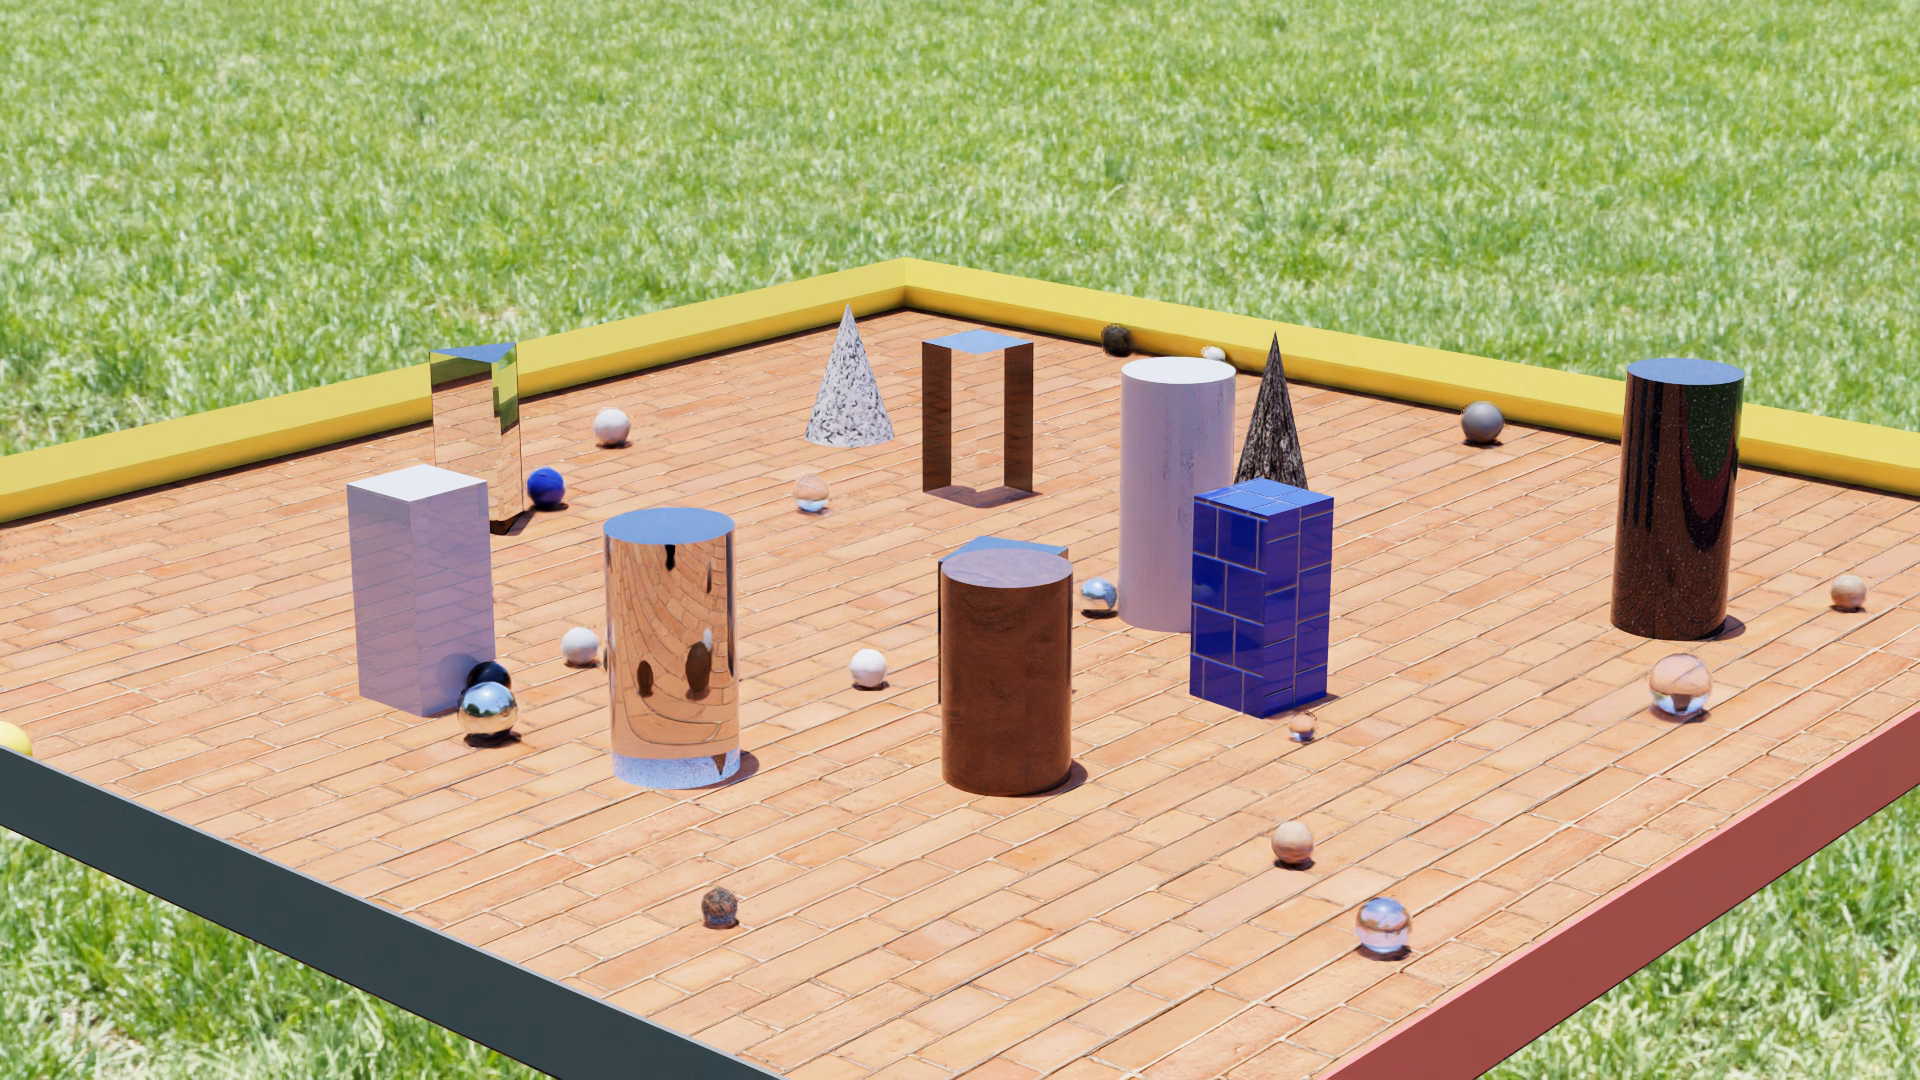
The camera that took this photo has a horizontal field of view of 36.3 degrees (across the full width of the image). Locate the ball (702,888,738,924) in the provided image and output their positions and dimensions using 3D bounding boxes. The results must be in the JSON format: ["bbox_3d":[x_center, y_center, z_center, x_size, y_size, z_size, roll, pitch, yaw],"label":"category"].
[{"bbox_3d":[-0.311,0.473,3.792,0.047,0.047,0.047,0,17,0],"label":"ball"}]

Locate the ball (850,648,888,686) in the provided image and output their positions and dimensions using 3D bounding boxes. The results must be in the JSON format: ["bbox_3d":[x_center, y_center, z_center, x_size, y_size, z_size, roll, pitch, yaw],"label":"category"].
[{"bbox_3d":[-0.145,0.203,4.664,0.061,0.061,0.061,0,17,0],"label":"ball"}]

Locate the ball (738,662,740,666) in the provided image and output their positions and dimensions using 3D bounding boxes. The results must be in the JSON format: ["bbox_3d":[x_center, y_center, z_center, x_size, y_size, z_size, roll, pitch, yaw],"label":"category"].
[{"bbox_3d":[-0.380,0.199,4.691,0.053,0.053,0.053,0,17,0],"label":"ball"}]

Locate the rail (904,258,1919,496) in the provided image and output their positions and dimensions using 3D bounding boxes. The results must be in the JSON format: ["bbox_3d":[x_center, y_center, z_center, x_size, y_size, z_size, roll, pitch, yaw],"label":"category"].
[{"bbox_3d":[1.093,-0.333,6.326,3.306,0.124,0.045,14,22,39],"label":"rail"}]

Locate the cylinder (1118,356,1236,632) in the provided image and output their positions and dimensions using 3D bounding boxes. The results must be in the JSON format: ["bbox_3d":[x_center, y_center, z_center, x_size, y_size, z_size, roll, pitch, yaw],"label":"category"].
[{"bbox_3d":[0.365,-0.078,4.955,0.191,0.430,0.191,0,17,0],"label":"cylinder"}]

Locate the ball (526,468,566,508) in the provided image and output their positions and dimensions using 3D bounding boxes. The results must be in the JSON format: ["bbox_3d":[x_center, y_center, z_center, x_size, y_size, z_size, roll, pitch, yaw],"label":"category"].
[{"bbox_3d":[-0.796,-0.101,5.642,0.077,0.077,0.077,0,17,0],"label":"ball"}]

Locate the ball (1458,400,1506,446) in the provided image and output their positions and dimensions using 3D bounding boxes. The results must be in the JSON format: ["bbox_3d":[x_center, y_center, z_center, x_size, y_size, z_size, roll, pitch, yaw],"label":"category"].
[{"bbox_3d":[1.086,-0.243,6.097,0.095,0.095,0.095,0,17,0],"label":"ball"}]

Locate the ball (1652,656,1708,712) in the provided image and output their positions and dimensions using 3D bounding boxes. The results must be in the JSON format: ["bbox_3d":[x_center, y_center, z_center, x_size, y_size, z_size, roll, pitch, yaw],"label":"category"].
[{"bbox_3d":[1.115,0.223,4.538,0.085,0.085,0.085,0,17,0],"label":"ball"}]

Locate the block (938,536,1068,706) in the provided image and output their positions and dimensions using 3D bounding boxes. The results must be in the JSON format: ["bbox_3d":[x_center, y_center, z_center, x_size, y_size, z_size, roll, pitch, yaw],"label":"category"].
[{"bbox_3d":[0.068,0.135,4.588,0.153,0.236,0.153,8,19,25],"label":"block"}]

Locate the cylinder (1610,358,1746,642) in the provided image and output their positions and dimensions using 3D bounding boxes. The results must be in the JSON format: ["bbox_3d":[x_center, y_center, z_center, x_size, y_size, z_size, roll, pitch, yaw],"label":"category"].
[{"bbox_3d":[1.200,-0.069,4.912,0.191,0.439,0.191,0,17,0],"label":"cylinder"}]

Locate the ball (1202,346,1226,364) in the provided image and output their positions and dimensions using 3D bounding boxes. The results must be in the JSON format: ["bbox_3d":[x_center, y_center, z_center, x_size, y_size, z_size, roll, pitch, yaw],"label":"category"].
[{"bbox_3d":[0.582,-0.414,6.718,0.056,0.056,0.056,0,17,0],"label":"ball"}]

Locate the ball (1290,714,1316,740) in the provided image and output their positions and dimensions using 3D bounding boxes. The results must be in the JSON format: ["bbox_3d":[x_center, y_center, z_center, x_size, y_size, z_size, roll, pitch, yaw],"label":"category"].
[{"bbox_3d":[0.518,0.283,4.434,0.041,0.041,0.041,0,17,0],"label":"ball"}]

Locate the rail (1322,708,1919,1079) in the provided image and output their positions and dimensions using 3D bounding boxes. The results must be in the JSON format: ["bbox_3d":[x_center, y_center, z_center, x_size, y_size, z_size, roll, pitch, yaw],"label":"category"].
[{"bbox_3d":[1.230,0.340,4.098,0.045,0.124,3.382,14,22,39],"label":"rail"}]

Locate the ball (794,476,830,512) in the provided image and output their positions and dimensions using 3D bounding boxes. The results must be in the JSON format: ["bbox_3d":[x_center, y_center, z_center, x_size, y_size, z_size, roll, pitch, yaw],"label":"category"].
[{"bbox_3d":[-0.284,-0.089,5.619,0.068,0.068,0.068,0,17,0],"label":"ball"}]

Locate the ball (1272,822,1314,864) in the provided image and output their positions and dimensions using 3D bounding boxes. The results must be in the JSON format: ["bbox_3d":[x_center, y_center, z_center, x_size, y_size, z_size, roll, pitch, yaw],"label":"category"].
[{"bbox_3d":[0.452,0.411,3.980,0.058,0.058,0.058,0,17,0],"label":"ball"}]

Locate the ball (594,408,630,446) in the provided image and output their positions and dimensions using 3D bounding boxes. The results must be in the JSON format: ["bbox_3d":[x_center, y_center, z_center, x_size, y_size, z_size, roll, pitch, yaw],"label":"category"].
[{"bbox_3d":[-0.722,-0.234,6.083,0.077,0.077,0.077,0,17,0],"label":"ball"}]

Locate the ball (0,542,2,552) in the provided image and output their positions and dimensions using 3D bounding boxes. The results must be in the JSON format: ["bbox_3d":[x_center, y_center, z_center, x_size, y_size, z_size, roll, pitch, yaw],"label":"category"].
[{"bbox_3d":[-1.764,0.011,5.305,0.058,0.058,0.058,0,17,0],"label":"ball"}]

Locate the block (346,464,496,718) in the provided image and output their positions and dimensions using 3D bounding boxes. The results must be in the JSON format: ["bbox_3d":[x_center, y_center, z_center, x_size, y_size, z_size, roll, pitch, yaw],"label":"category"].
[{"bbox_3d":[-0.840,0.077,4.585,0.153,0.347,0.153,14,22,39],"label":"block"}]

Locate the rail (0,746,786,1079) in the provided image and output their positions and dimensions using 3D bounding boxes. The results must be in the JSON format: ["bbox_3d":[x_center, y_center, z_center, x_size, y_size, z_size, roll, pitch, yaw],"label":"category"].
[{"bbox_3d":[-1.093,0.395,3.915,3.306,0.124,0.045,14,22,39],"label":"rail"}]

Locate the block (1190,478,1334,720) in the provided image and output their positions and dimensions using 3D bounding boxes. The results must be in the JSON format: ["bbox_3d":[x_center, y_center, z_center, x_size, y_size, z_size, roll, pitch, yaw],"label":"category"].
[{"bbox_3d":[0.470,0.089,4.581,0.153,0.327,0.153,-15,22,-40],"label":"block"}]

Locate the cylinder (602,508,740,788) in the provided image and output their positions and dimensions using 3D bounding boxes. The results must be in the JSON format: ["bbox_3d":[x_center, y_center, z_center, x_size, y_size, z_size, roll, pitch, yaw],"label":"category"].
[{"bbox_3d":[-0.420,0.156,4.285,0.191,0.370,0.191,0,17,0],"label":"cylinder"}]

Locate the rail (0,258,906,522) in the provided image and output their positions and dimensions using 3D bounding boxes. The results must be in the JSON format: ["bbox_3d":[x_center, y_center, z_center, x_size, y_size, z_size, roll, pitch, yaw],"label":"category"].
[{"bbox_3d":[-1.230,-0.278,6.143,0.045,0.124,3.382,14,22,39],"label":"rail"}]

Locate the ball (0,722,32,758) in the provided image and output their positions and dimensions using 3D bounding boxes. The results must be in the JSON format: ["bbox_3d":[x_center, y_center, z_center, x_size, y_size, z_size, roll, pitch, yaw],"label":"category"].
[{"bbox_3d":[-1.394,0.310,4.255,0.093,0.093,0.093,0,17,0],"label":"ball"}]

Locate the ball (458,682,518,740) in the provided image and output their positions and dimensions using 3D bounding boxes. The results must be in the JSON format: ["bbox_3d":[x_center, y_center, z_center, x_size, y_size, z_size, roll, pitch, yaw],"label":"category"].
[{"bbox_3d":[-0.712,0.258,4.432,0.089,0.089,0.089,0,17,0],"label":"ball"}]

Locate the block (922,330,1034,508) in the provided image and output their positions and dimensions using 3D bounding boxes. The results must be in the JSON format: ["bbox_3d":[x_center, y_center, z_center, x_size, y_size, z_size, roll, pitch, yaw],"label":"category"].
[{"bbox_3d":[0.034,-0.238,5.703,0.153,0.304,0.153,-15,23,-41],"label":"block"}]

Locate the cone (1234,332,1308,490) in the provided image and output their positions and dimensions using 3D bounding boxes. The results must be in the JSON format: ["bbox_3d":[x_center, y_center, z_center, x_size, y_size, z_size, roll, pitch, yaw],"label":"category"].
[{"bbox_3d":[0.568,-0.183,5.340,0.191,0.409,0.191,0,17,0],"label":"cone"}]

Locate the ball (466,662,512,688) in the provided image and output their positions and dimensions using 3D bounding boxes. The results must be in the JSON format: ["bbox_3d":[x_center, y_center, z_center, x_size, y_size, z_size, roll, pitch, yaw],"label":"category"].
[{"bbox_3d":[-0.736,0.224,4.579,0.069,0.069,0.069,0,17,0],"label":"ball"}]

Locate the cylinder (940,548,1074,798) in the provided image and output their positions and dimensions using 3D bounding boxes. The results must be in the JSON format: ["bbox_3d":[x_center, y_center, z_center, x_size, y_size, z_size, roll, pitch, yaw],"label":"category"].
[{"bbox_3d":[0.068,0.191,4.262,0.191,0.316,0.191,0,17,0],"label":"cylinder"}]

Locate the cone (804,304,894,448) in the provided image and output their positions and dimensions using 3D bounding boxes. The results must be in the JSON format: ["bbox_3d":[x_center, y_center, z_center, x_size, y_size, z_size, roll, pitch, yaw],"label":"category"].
[{"bbox_3d":[-0.233,-0.358,6.127,0.191,0.288,0.191,0,17,0],"label":"cone"}]

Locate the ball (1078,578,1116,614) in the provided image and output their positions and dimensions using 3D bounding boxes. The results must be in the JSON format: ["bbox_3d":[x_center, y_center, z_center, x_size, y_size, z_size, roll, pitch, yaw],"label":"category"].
[{"bbox_3d":[0.236,0.096,5.012,0.065,0.065,0.065,0,17,0],"label":"ball"}]

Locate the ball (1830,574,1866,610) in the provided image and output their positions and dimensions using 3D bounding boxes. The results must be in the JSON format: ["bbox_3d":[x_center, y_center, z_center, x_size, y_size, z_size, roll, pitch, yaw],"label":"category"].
[{"bbox_3d":[1.527,0.090,5.041,0.060,0.060,0.060,0,17,0],"label":"ball"}]

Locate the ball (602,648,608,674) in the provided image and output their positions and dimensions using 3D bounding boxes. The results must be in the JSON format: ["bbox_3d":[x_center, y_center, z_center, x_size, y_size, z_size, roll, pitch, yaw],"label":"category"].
[{"bbox_3d":[-0.529,0.190,4.673,0.081,0.081,0.081,0,17,0],"label":"ball"}]

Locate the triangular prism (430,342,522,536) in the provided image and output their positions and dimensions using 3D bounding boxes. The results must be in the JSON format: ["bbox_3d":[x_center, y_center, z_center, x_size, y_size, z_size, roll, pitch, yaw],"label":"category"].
[{"bbox_3d":[-0.881,-0.197,5.523,0.165,0.331,0.143,11,20,33],"label":"triangular prism"}]

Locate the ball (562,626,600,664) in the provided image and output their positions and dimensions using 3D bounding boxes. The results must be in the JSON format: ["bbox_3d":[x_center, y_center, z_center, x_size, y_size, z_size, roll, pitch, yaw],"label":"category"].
[{"bbox_3d":[-0.617,0.172,4.767,0.061,0.061,0.061,0,17,0],"label":"ball"}]

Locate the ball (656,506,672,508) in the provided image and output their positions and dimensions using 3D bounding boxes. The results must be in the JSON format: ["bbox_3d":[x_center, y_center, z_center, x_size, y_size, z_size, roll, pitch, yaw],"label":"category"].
[{"bbox_3d":[-0.539,-0.019,5.351,0.088,0.088,0.088,0,17,0],"label":"ball"}]

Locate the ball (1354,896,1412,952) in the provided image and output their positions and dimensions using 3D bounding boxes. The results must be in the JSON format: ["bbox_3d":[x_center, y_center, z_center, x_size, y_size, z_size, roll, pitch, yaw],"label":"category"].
[{"bbox_3d":[0.535,0.486,3.708,0.071,0.071,0.071,0,17,0],"label":"ball"}]

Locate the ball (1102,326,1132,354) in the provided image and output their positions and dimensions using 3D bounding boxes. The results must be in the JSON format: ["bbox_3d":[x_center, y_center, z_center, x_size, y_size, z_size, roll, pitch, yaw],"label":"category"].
[{"bbox_3d":[0.368,-0.469,6.877,0.068,0.068,0.068,0,17,0],"label":"ball"}]
